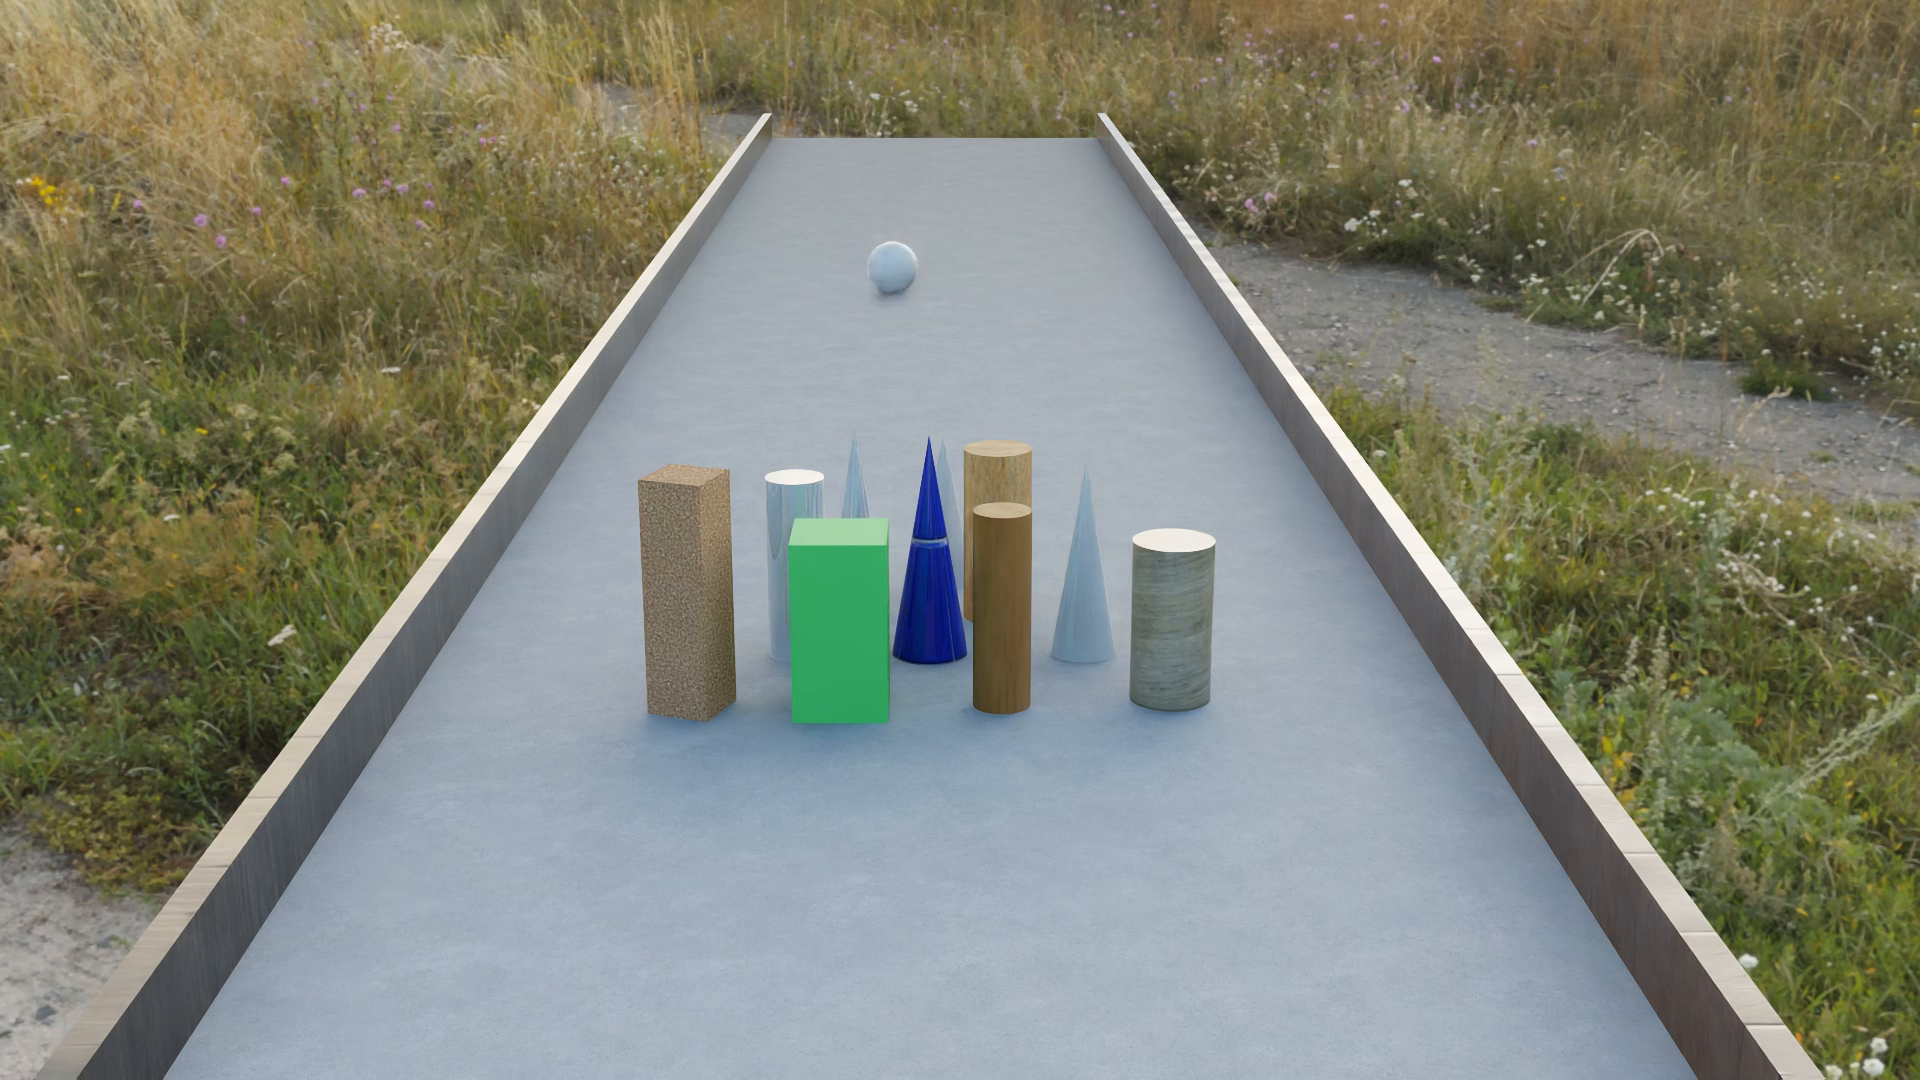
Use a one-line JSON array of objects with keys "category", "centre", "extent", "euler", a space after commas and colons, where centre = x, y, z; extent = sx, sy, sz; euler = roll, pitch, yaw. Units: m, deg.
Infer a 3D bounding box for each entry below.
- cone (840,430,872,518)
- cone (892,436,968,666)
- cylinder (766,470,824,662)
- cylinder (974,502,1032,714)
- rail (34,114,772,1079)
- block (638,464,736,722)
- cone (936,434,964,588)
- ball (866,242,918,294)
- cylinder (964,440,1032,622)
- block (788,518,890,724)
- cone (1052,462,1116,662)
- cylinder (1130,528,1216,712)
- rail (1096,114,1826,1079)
[{"category": "cone", "centre": [-0.220, -0.040, 4.646], "extent": [0.138, 0.407, 0.138], "euler": [0, 17, 0]}, {"category": "cone", "centre": [-0.061, 0.011, 4.394], "extent": [0.154, 0.454, 0.154], "euler": [0, 17, 0]}, {"category": "cylinder", "centre": [-0.327, 0.052, 4.404], "extent": [0.117, 0.369, 0.117], "euler": [0, 17, 0]}, {"category": "cylinder", "centre": [0.079, 0.128, 4.124], "extent": [0.109, 0.383, 0.109], "euler": [0, 17, 0]}, {"category": "rail", "centre": [-1.118, -0.838, 7.780], "extent": [0.050, 0.150, 12.000], "euler": [0, 17, -1]}, {"category": "block", "centre": [-0.507, 0.098, 4.100], "extent": [0.124, 0.455, 0.124], "euler": [6, 18, 20]}, {"category": "cone", "centre": [-0.036, -0.072, 4.874], "extent": [0.134, 0.340, 0.134], "euler": [0, 17, 0]}, {"category": "ball", "centre": [-0.257, -1.039, 8.380], "extent": [0.196, 0.196, 0.196], "euler": [0, 17, 0]}, {"category": "cylinder", "centre": [0.079, -0.016, 4.637], "extent": [0.142, 0.366, 0.142], "euler": [0, 17, 0]}, {"category": "block", "centre": [-0.223, 0.149, 4.120], "extent": [0.177, 0.345, 0.177], "euler": [0, 17, 0]}, {"category": "cone", "centre": [0.251, 0.036, 4.408], "extent": [0.133, 0.398, 0.133], "euler": [0, 17, 0]}, {"category": "cylinder", "centre": [0.401, 0.151, 4.168], "extent": [0.155, 0.314, 0.155], "euler": [0, 17, 0]}, {"category": "rail", "centre": [0.932, -0.844, 7.801], "extent": [0.050, 0.150, 12.000], "euler": [0, 17, -1]}]
